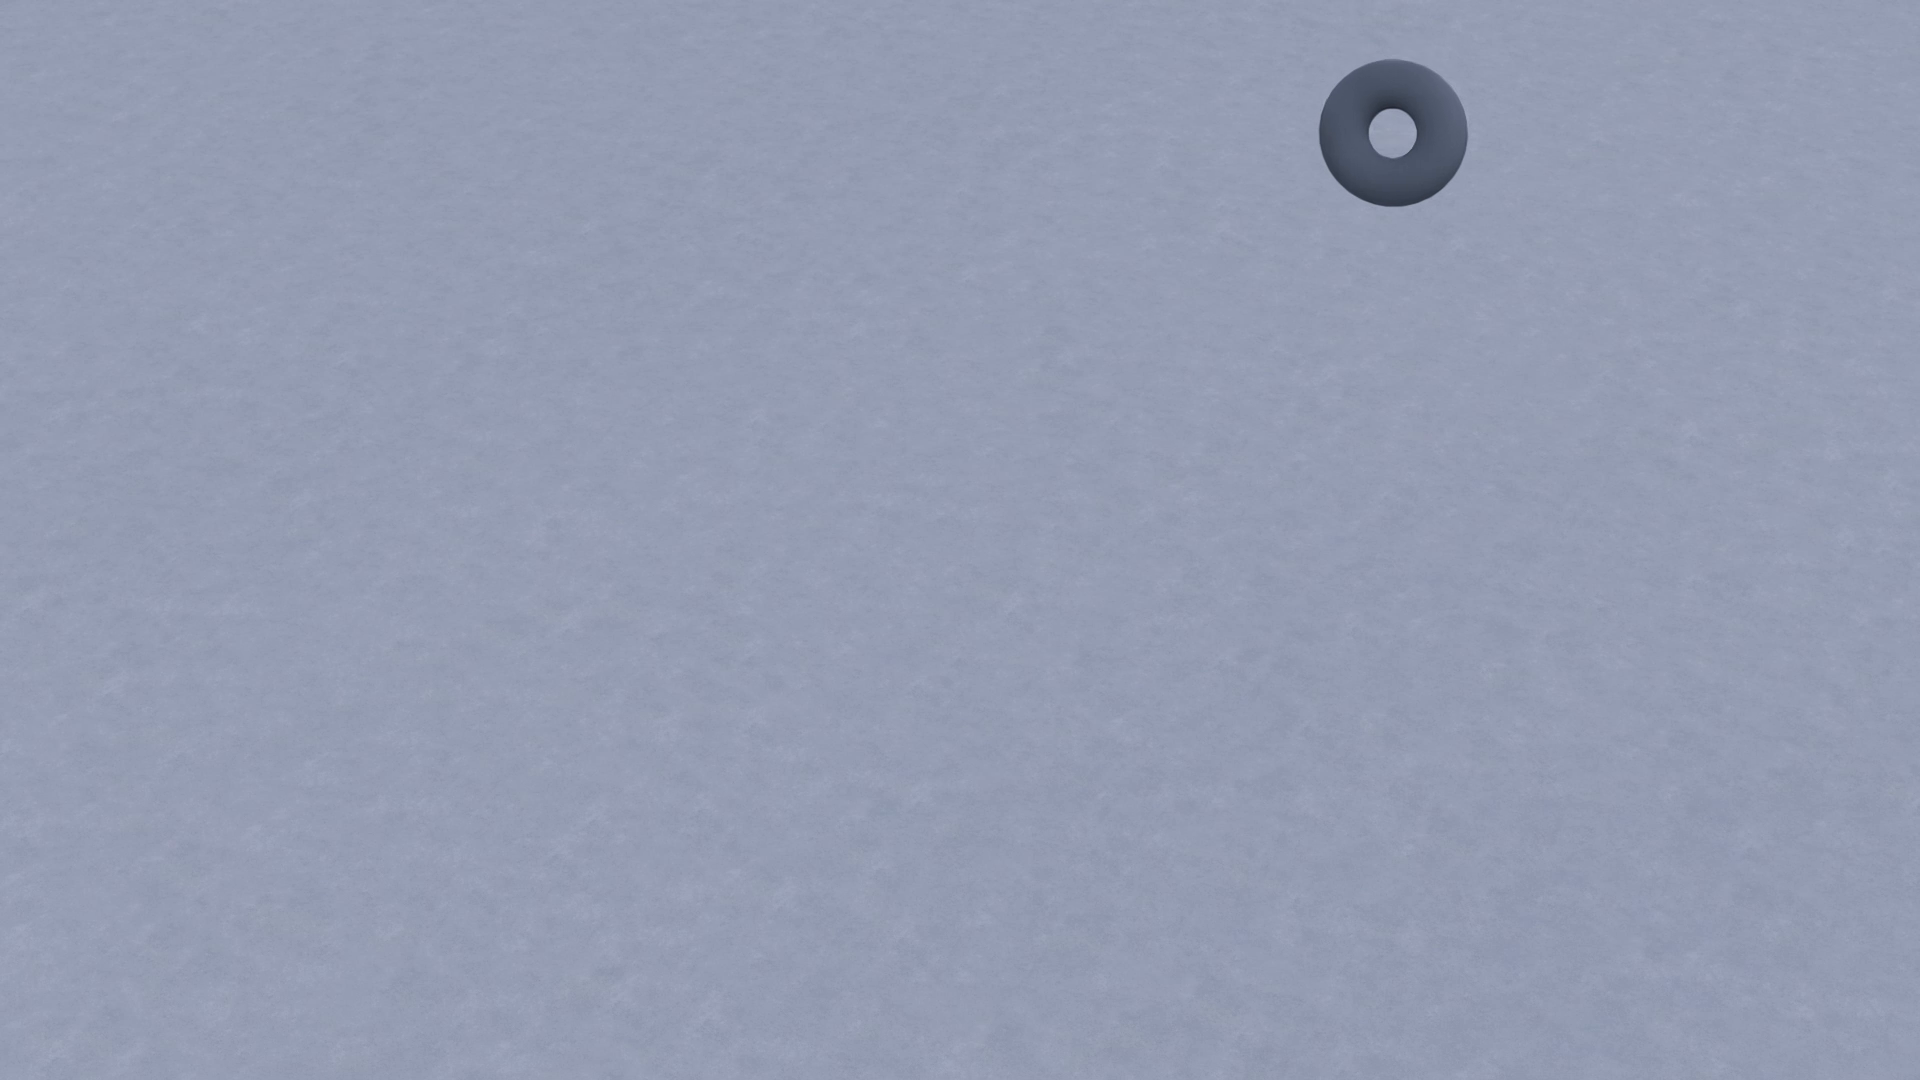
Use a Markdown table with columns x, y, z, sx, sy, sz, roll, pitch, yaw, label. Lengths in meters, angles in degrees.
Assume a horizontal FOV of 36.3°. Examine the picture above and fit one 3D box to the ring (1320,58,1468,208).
| x | y | z | sx | sy | sz | roll | pitch | yaw | label |
| --- | --- | --- | --- | --- | --- | --- | --- | --- | --- |
| 1.338 | -1.258 | 9.066 | 0.483 | 0.452 | 0.108 | 19 | 15 | 25 | ring |
